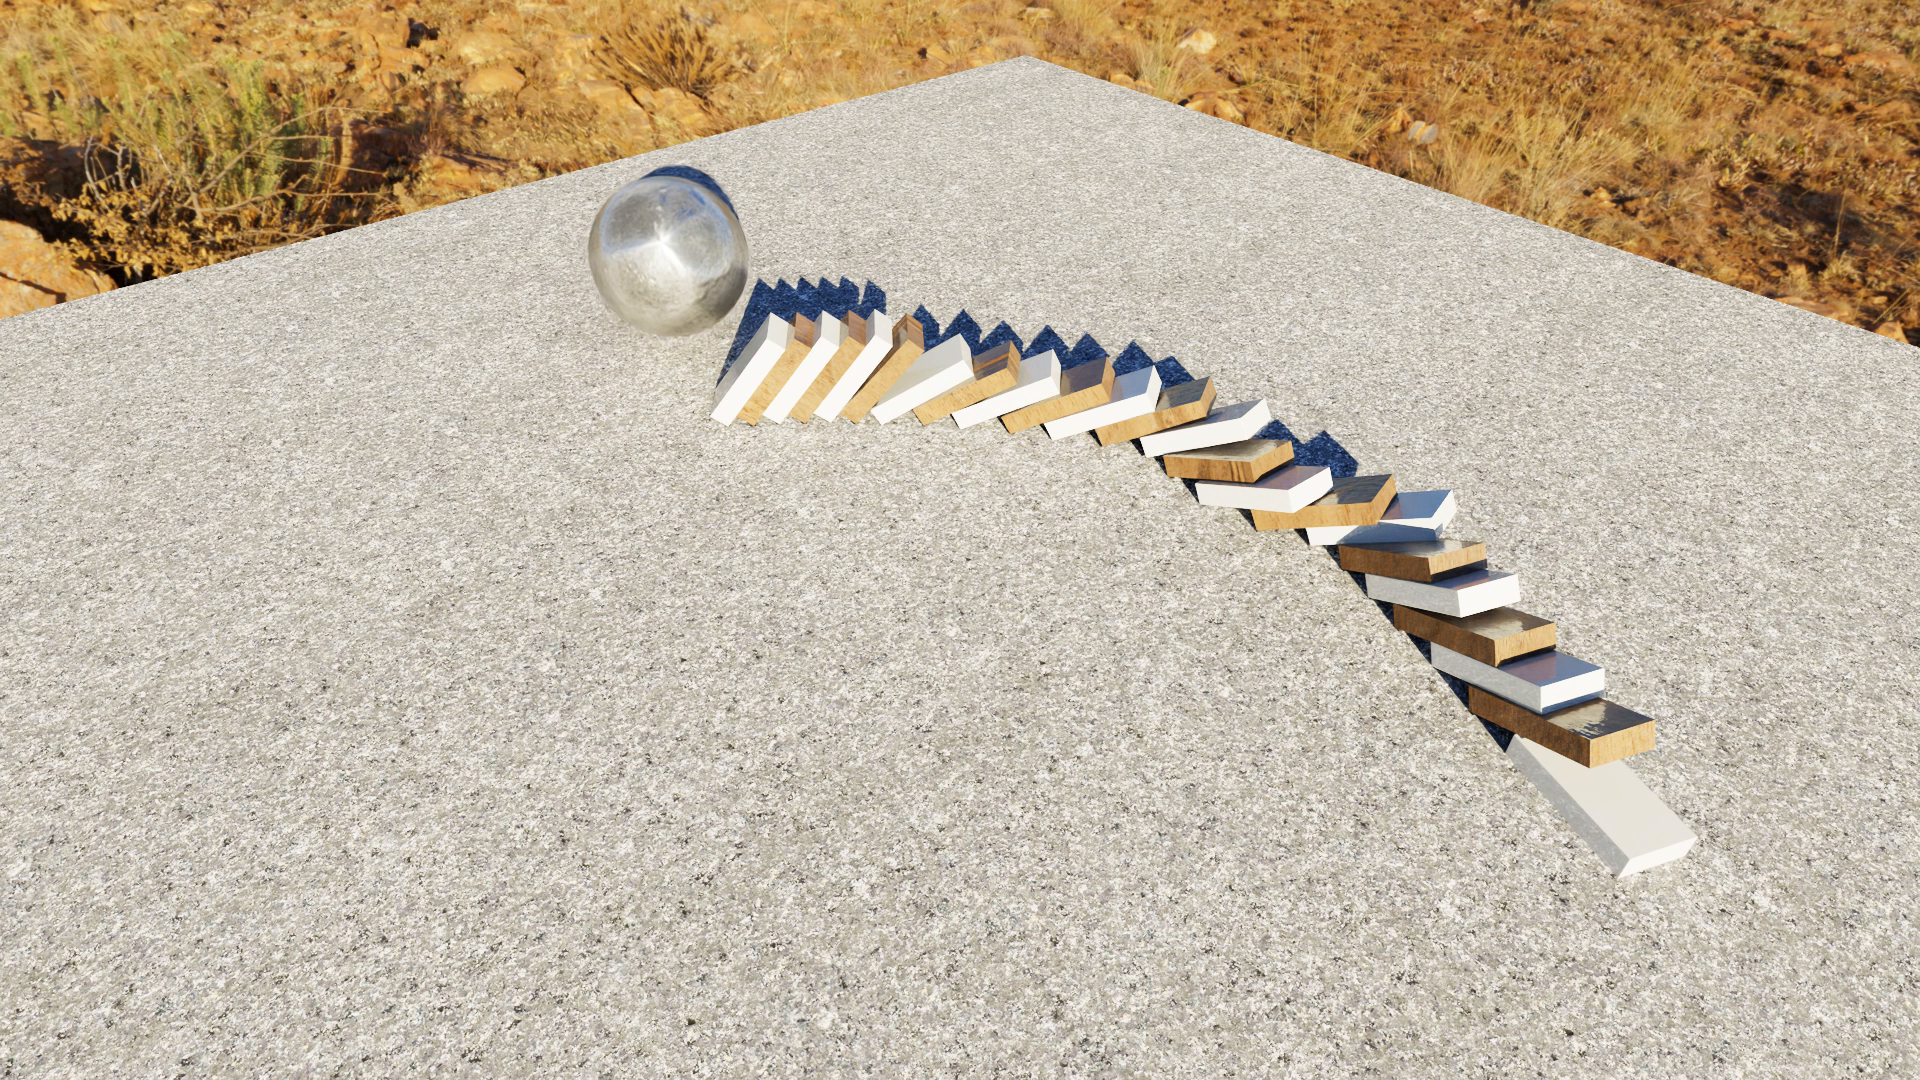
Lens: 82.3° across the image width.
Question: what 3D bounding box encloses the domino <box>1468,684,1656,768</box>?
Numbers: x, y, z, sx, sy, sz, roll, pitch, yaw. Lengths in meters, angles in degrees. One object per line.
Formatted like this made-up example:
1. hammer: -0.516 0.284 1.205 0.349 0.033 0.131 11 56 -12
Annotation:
1. domino: 0.194 0.057 0.357 0.025 0.010 0.050 -12 15 -15

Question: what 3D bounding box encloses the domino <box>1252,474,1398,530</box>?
1. domino: 0.147 -0.015 0.444 0.050 0.010 0.025 -3 27 43

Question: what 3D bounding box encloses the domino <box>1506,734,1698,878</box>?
1. domino: 0.200 0.080 0.346 0.025 0.010 0.050 -12 41 -14

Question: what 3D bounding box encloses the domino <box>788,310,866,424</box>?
1. domino: -0.062 -0.081 0.514 0.009 0.050 0.025 29 31 -25

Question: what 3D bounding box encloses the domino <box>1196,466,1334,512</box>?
1. domino: 0.125 -0.022 0.453 0.025 0.010 0.050 -26 19 -28

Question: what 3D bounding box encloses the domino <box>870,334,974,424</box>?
1. domino: -0.018 -0.076 0.517 0.050 0.009 0.025 -26 37 16

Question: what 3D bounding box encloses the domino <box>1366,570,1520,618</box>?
1. domino: 0.175 0.017 0.402 0.025 0.010 0.050 -13 8 -15

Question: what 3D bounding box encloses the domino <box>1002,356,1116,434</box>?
1. domino: 0.045 -0.067 0.507 0.050 0.009 0.025 -16 32 25

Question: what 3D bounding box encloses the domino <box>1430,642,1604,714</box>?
1. domino: 0.188 0.043 0.374 0.025 0.010 0.050 -13 15 -15

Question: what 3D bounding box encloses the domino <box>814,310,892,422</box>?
1. domino: -0.050 -0.081 0.514 0.009 0.050 0.025 29 31 -25

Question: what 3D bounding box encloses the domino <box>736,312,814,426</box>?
1. domino: -0.086 -0.079 0.512 0.010 0.050 0.025 29 31 -25

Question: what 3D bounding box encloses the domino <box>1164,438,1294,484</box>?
1. domino: 0.114 -0.035 0.469 0.025 0.010 0.050 -26 20 -28

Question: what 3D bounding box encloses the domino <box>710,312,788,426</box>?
1. domino: -0.098 -0.079 0.512 0.009 0.050 0.025 29 31 -25

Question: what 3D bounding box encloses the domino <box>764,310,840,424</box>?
1. domino: -0.074 -0.080 0.513 0.009 0.050 0.025 29 31 -25

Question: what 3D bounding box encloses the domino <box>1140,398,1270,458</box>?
1. domino: 0.107 -0.049 0.482 0.050 0.010 0.025 -8 20 43

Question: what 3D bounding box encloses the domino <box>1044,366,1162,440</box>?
1. domino: 0.065 -0.062 0.502 0.050 0.009 0.025 -14 32 29

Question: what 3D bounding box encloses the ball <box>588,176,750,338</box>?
1. ball: -0.149 -0.145 0.564 0.080 0.080 0.080 0 39 0

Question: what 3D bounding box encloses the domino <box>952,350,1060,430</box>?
1. domino: 0.022 -0.070 0.513 0.050 0.009 0.025 -18 35 20

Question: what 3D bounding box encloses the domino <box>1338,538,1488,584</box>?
1. domino: 0.170 0.006 0.416 0.025 0.010 0.050 -13 9 -17

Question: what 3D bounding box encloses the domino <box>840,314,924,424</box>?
1. domino: -0.037 -0.080 0.514 0.010 0.050 0.025 32 30 -27

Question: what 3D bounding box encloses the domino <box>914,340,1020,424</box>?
1. domino: 0.003 -0.073 0.513 0.050 0.010 0.025 -21 34 23

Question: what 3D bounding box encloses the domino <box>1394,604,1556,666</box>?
1. domino: 0.181 0.030 0.390 0.025 0.010 0.050 -13 15 -15

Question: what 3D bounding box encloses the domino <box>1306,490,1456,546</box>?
1. domino: 0.166 -0.009 0.436 0.050 0.010 0.025 -3 25 43

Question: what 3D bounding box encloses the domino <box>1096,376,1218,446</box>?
1. domino: 0.088 -0.058 0.495 0.050 0.010 0.025 -13 27 31
